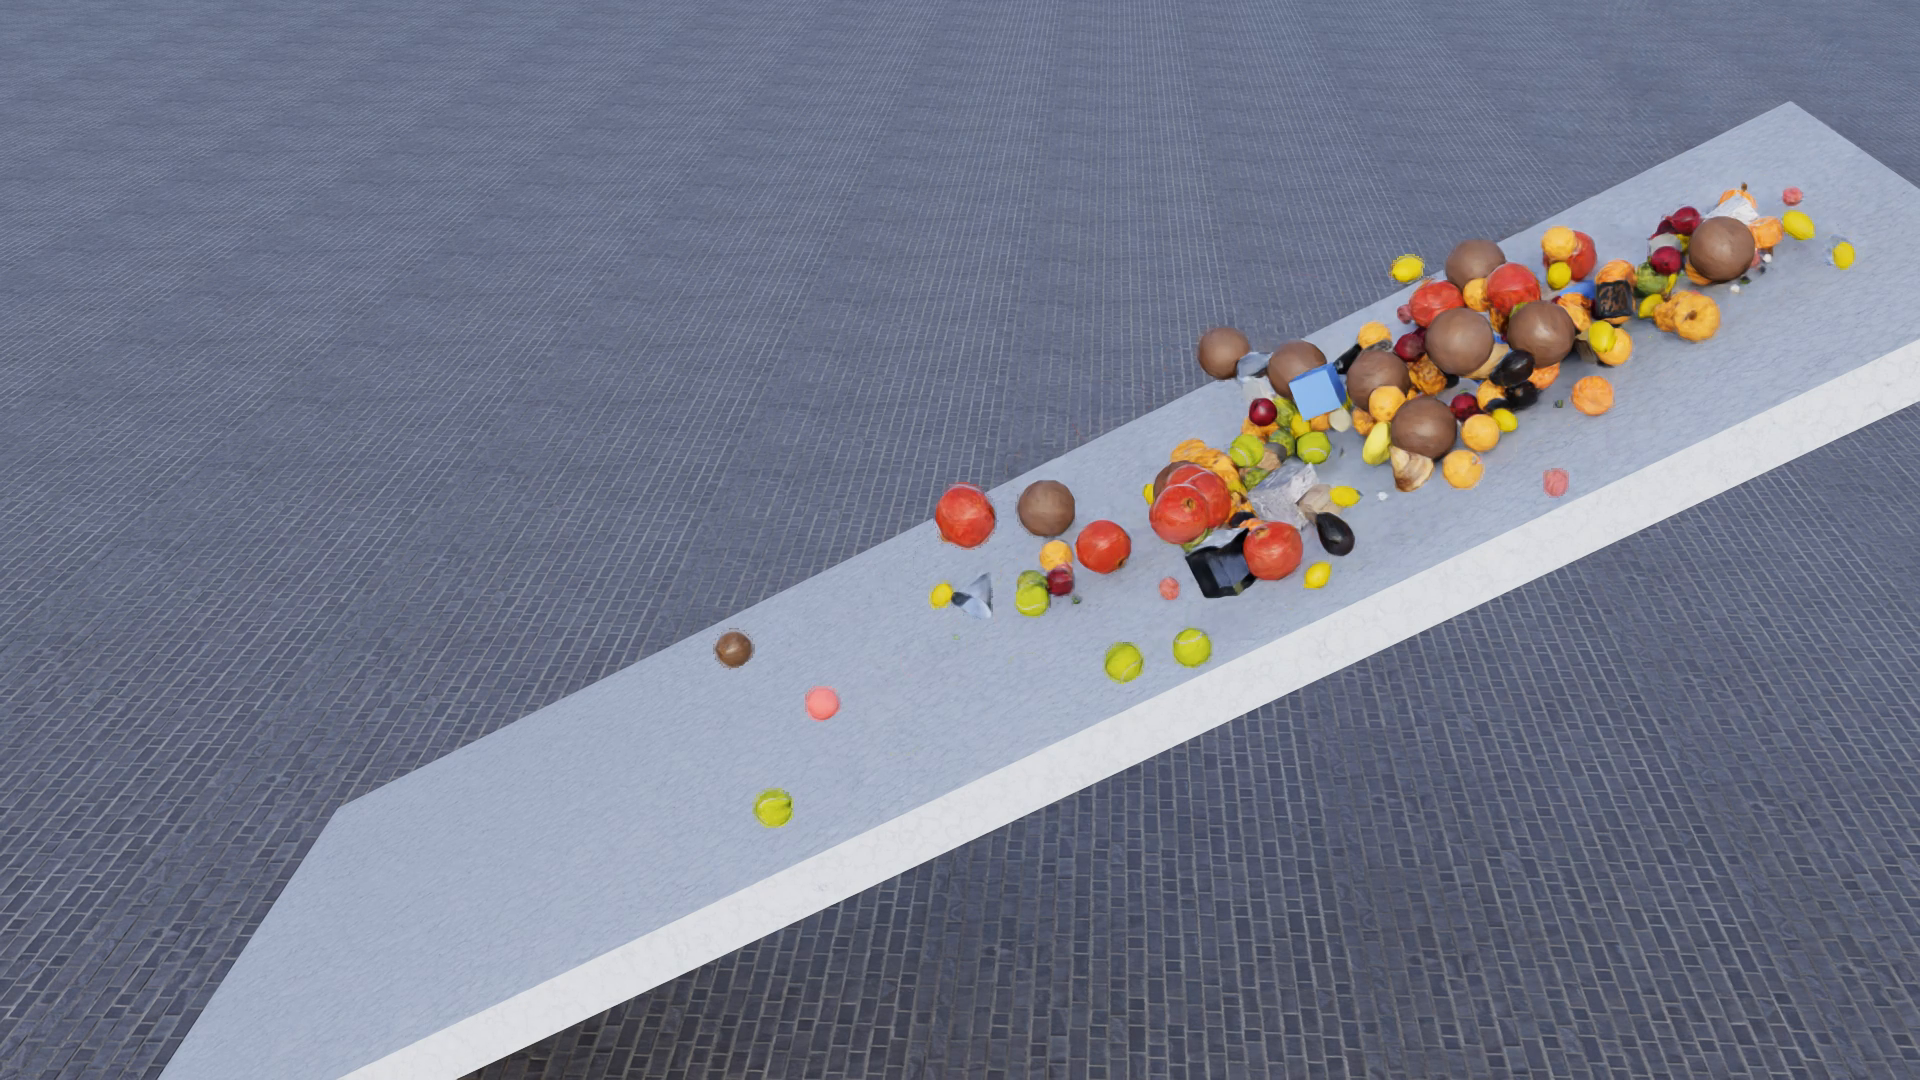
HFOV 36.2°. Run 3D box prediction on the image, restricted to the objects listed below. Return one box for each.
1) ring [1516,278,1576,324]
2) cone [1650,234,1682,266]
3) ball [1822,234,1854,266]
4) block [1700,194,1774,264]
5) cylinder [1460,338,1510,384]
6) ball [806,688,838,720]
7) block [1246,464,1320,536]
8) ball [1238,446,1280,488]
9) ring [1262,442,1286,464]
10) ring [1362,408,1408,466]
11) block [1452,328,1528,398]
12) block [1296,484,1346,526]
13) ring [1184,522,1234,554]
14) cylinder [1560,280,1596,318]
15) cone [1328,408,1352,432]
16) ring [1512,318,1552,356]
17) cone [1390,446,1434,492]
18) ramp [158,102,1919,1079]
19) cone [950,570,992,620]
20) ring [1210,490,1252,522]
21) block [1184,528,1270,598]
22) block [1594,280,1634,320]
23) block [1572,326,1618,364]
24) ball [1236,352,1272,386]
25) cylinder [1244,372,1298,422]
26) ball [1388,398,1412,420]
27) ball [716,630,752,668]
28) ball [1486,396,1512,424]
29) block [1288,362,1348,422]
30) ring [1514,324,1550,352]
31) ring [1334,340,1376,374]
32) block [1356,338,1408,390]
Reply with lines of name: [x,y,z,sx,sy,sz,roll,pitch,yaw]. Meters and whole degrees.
ring: [1.248,-0.507,6.245,0.144,0.048,0.144,-27,15,8]
cone: [1.437,-0.594,6.006,0.067,0.067,0.067,2,8,6]
ball: [1.662,-0.549,5.565,0.058,0.058,0.058,0,17,0]
block: [1.567,-0.629,5.937,0.093,0.093,0.093,-36,12,11]
cylinder: [1.035,-0.353,5.801,0.079,0.079,0.079,8,17,-1]
ball: [-0.287,0.342,6.132,0.067,0.067,0.067,0,17,0]
block: [0.645,-0.079,5.767,0.098,0.098,0.098,-38,17,-35]
ball: [0.620,-0.150,6.093,0.088,0.088,0.088,0,17,0]
ring: [0.643,-0.173,6.167,0.091,0.091,0.030,-7,60,-21]
ring: [0.845,-0.204,5.837,0.042,0.127,0.127,35,30,18]
block: [1.062,-0.356,5.895,0.091,0.091,0.091,35,4,-15]
block: [0.698,-0.068,5.693,0.057,0.057,0.057,-42,17,-15]
ring: [0.500,0.000,5.893,0.112,0.037,0.112,-26,13,6]
cylinder: [1.288,-0.501,6.104,0.062,0.062,0.062,-22,2,36]
cone: [0.782,-0.247,6.150,0.053,0.053,0.053,-7,-9,-22]
ring: [1.128,-0.401,5.801,0.094,0.031,0.094,-43,11,10]
cone: [0.803,-0.145,5.346,0.085,0.085,0.085,-32,32,23]
ramp: [0.140,0.167,6.281,4.000,0.100,2.000,-26,14,10]
cone: [0.043,0.101,6.228,0.095,0.095,0.095,11,59,31]
ring: [0.560,-0.068,6.031,0.100,0.033,0.100,-26,15,8]
block: [0.508,0.044,5.599,0.095,0.095,0.095,-37,16,-32]
block: [1.295,-0.476,5.819,0.060,0.060,0.060,-7,-9,24]
block: [1.249,-0.385,5.786,0.054,0.054,0.054,-32,14,-13]
ball: [0.685,-0.395,6.853,0.086,0.086,0.086,0,17,0]
cylinder: [0.684,-0.314,6.452,0.092,0.092,0.092,-11,20,-22]
ball: [0.903,-0.265,6.036,0.050,0.050,0.050,0,17,0]
ball: [-0.529,0.255,6.877,0.086,0.086,0.086,0,17,0]
ball: [1.045,-0.251,5.704,0.053,0.053,0.053,0,17,0]
block: [0.739,-0.306,6.066,0.084,0.084,0.084,-21,7,20]
ring: [1.160,-0.410,5.965,0.075,0.025,0.075,11,42,-10]
ring: [0.883,-0.409,6.574,0.111,0.037,0.111,-33,-7,-4]
block: [0.915,-0.383,6.384,0.075,0.075,0.075,-28,14,3]
